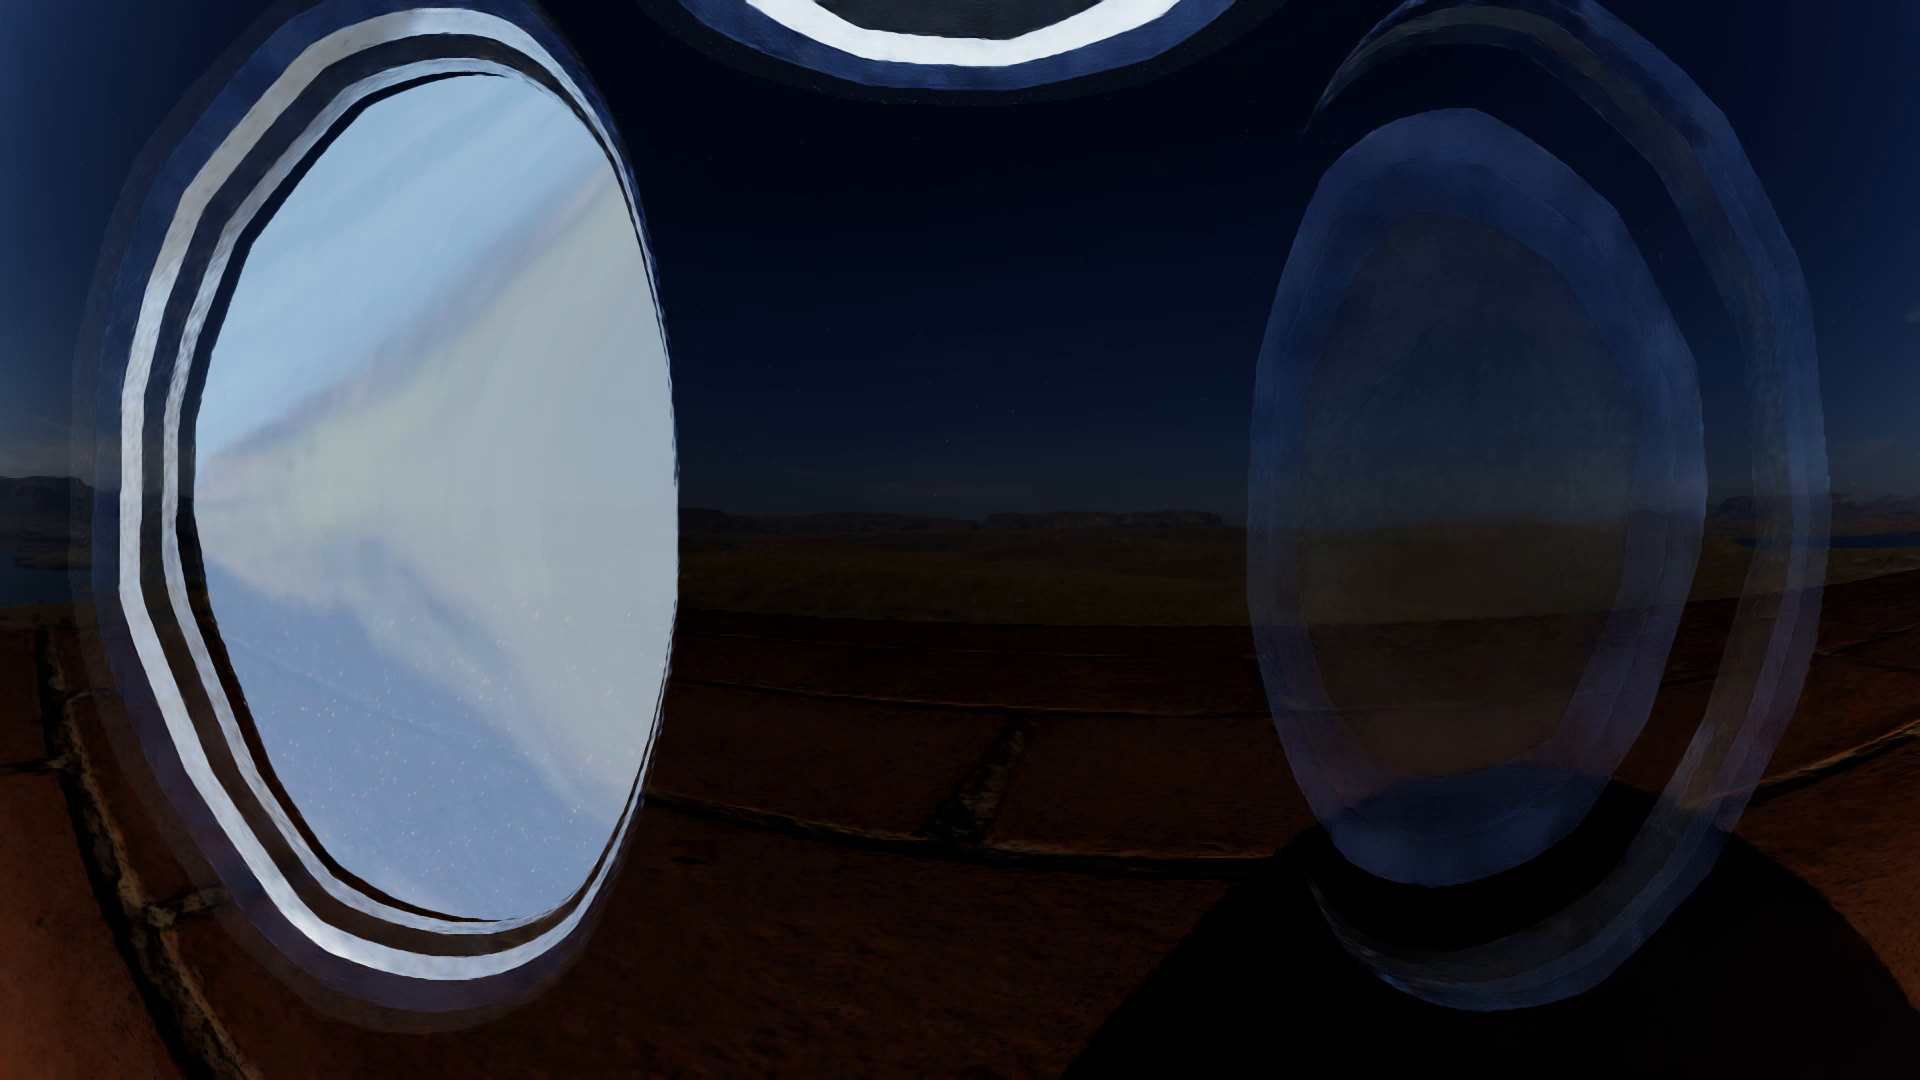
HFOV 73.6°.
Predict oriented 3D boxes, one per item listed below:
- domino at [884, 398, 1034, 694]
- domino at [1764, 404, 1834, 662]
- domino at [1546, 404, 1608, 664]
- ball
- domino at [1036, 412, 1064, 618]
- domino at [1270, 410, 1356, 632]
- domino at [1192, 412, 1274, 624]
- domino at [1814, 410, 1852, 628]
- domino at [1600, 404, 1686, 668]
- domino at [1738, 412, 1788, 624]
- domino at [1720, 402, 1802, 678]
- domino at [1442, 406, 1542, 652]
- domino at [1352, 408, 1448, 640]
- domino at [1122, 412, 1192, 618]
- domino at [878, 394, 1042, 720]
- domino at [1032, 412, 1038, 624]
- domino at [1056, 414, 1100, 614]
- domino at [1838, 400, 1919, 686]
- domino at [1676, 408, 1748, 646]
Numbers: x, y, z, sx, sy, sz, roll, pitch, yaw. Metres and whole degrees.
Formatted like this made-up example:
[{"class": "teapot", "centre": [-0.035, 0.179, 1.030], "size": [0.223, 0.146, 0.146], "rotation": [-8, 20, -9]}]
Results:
[{"class": "domino", "centre": [0.000, 0.001, 0.221], "size": [0.025, 0.050, 0.009], "rotation": [0, 4, -1]}, {"class": "domino", "centre": [0.171, -0.002, 0.262], "size": [0.009, 0.050, 0.025], "rotation": [3, 5, 32]}, {"class": "domino", "centre": [0.127, -0.002, 0.259], "size": [0.009, 0.050, 0.025], "rotation": [3, 5, 37]}, {"class": "ball", "centre": [0.000, -0.002, 0.056], "size": [0.080, 0.080, 0.080], "rotation": [0, 4, 0]}, {"class": "domino", "centre": [0.013, -0.007, 0.323], "size": [0.025, 0.050, 0.009], "rotation": [3, 5, 35]}, {"class": "domino", "centre": [0.083, -0.005, 0.302], "size": [0.009, 0.050, 0.025], "rotation": [4, 6, 41]}, {"class": "domino", "centre": [0.067, -0.006, 0.315], "size": [0.010, 0.050, 0.025], "rotation": [3, 5, 38]}, {"class": "domino", "centre": [0.211, -0.005, 0.306], "size": [0.009, 0.050, 0.025], "rotation": [3, 5, 32]}, {"class": "domino", "centre": [0.135, -0.002, 0.254], "size": [0.009, 0.050, 0.025], "rotation": [4, 6, 38]}, {"class": "domino", "centre": [0.192, -0.006, 0.314], "size": [0.009, 0.050, 0.025], "rotation": [1, 4, 16]}, {"class": "domino", "centre": [0.152, -0.001, 0.245], "size": [0.009, 0.050, 0.025], "rotation": [2, 5, 28]}, {"class": "domino", "centre": [0.114, -0.003, 0.273], "size": [0.009, 0.050, 0.025], "rotation": [4, 6, 45]}, {"class": "domino", "centre": [0.099, -0.004, 0.288], "size": [0.009, 0.050, 0.025], "rotation": [4, 6, 43]}, {"class": "domino", "centre": [0.050, -0.007, 0.326], "size": [0.009, 0.050, 0.025], "rotation": [2, 5, 27]}, {"class": "domino", "centre": [0.000, 0.002, 0.201], "size": [0.025, 0.050, 0.010], "rotation": [0, 4, 0]}, {"class": "domino", "centre": [0.005, -0.005, 0.304], "size": [0.025, 0.050, 0.009], "rotation": [1, 4, 14]}, {"class": "domino", "centre": [0.030, -0.007, 0.332], "size": [0.010, 0.050, 0.025], "rotation": [0, 4, 2]}, {"class": "domino", "centre": [0.171, 0.000, 0.235], "size": [0.009, 0.050, 0.025], "rotation": [2, 5, 24]}, {"class": "domino", "centre": [0.156, -0.003, 0.276], "size": [0.025, 0.050, 0.009], "rotation": [-2, 5, -28]}]
